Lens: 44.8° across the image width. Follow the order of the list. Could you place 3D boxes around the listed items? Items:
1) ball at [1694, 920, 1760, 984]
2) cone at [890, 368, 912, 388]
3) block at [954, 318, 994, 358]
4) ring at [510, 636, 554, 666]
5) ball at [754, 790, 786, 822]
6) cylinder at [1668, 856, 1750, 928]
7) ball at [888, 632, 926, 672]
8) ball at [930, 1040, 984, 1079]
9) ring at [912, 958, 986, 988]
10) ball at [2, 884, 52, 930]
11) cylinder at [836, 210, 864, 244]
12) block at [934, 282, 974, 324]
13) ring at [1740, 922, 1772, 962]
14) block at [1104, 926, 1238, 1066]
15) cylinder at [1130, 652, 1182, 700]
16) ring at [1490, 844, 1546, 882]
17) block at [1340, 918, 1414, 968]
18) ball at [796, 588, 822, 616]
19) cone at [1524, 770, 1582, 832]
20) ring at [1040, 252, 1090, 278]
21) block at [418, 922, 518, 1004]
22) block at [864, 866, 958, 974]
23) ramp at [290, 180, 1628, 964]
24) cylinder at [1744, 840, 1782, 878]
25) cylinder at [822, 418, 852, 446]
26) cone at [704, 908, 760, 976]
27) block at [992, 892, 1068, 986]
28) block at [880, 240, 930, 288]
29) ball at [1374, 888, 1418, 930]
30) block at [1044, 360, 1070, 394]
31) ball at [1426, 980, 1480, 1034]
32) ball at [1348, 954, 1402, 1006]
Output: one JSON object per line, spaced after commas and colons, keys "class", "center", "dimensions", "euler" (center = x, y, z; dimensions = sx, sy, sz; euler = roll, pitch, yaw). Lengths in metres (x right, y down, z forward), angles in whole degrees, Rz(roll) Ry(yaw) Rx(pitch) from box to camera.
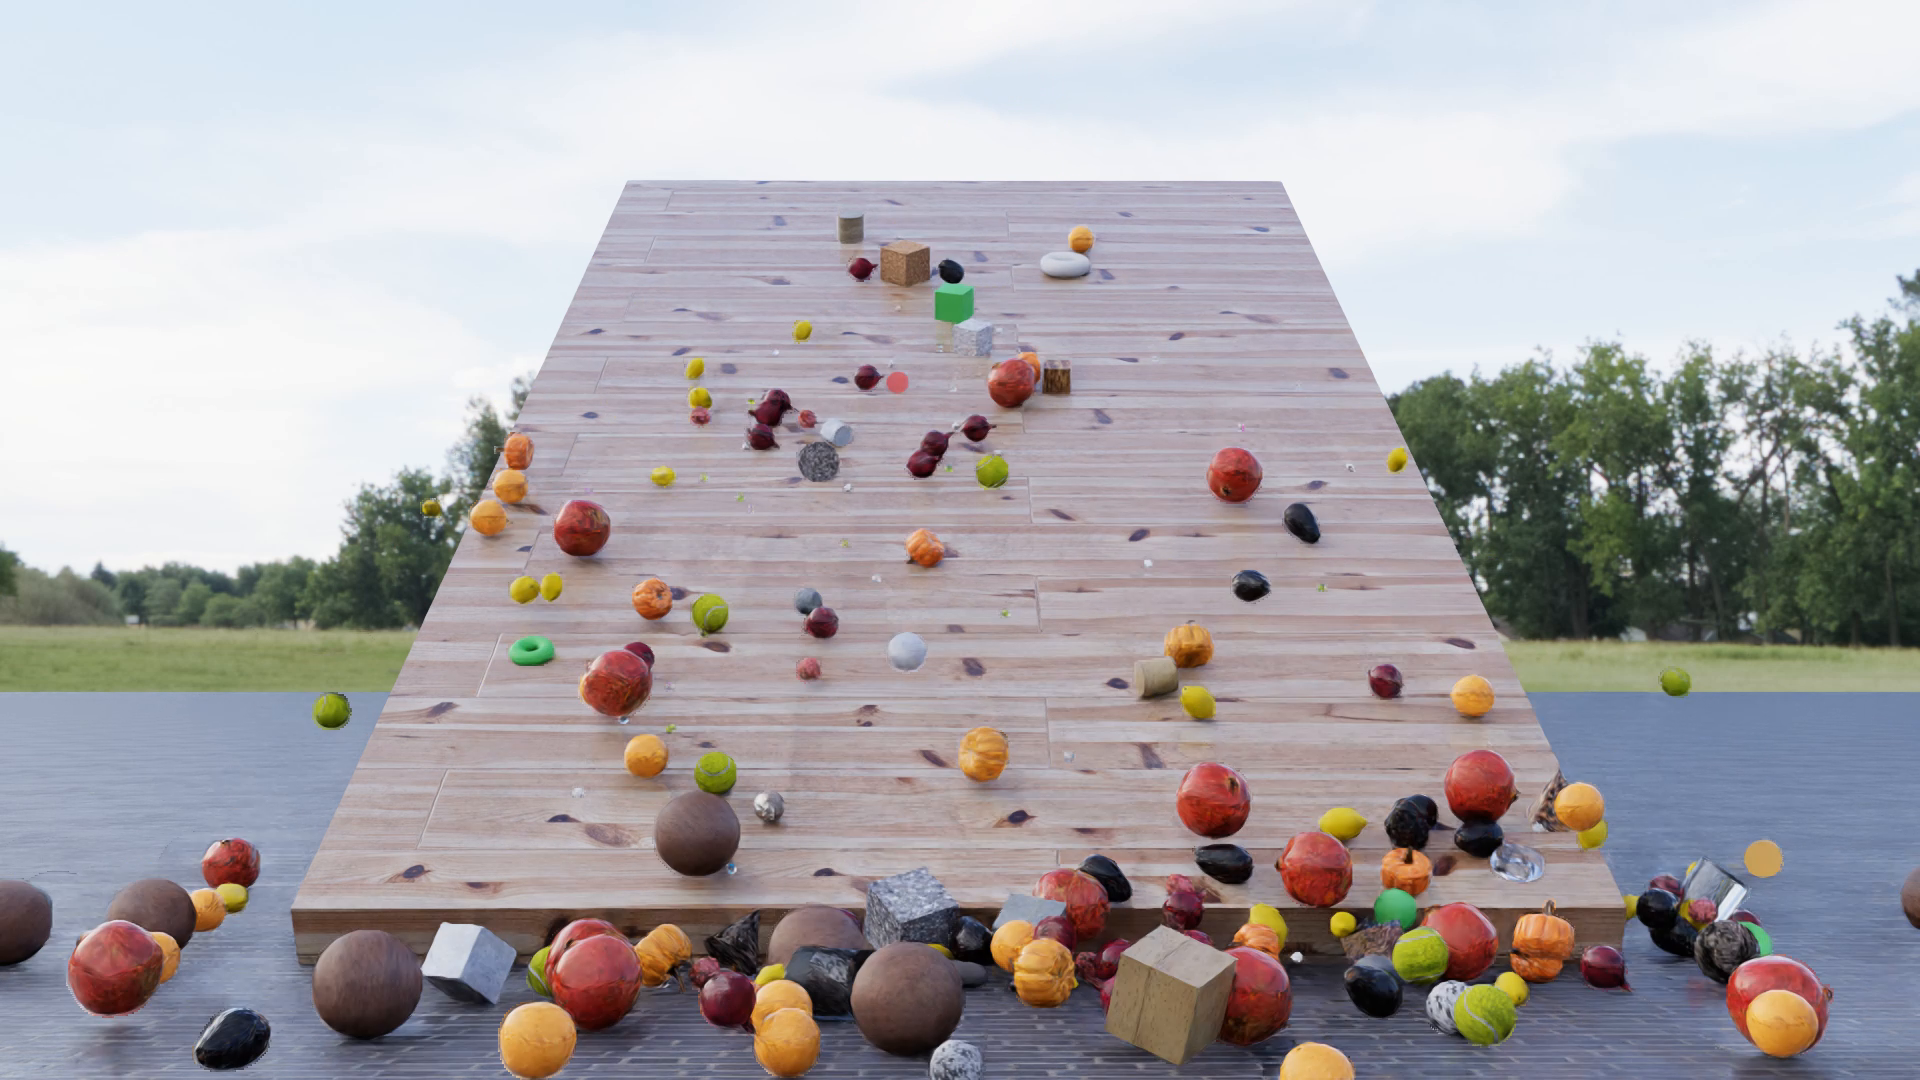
{"class": "ball", "center": [1.085, 0.583, 3.299], "dimensions": [0.089, 0.089, 0.089], "euler": [0, -4, 0]}
{"class": "cone", "center": [-0.147, -0.369, 5.490], "dimensions": [0.052, 0.052, 0.052], "euler": [1, -31, -20]}
{"class": "block", "center": [0.033, -0.493, 5.709], "dimensions": [0.070, 0.070, 0.070], "euler": [17, 29, 32]}
{"class": "ring", "center": [-0.775, 0.201, 4.224], "dimensions": [0.082, 0.027, 0.082], "euler": [-1, 28, 1]}
{"class": "ball", "center": [-0.303, 0.423, 3.709], "dimensions": [0.050, 0.050, 0.050], "euler": [0, -4, 0]}
{"class": "cylinder", "center": [1.213, 0.577, 3.778], "dimensions": [0.091, 0.091, 0.091], "euler": [37, -1, 0]}
{"class": "ball", "center": [-0.093, 0.195, 4.063], "dimensions": [0.068, 0.068, 0.068], "euler": [0, -4, 0]}
{"class": "ball", "center": [-0.003, 0.545, 2.414], "dimensions": [0.055, 0.055, 0.055], "euler": [0, -4, 0]}
{"class": "ring", "center": [-0.016, 0.606, 3.262], "dimensions": [0.104, 0.035, 0.104], "euler": [6, -9, 1]}
{"class": "ball", "center": [-1.607, 0.632, 4.016], "dimensions": [0.080, 0.080, 0.080], "euler": [0, -4, 0]}
{"class": "cylinder", "center": [-0.308, -0.879, 6.553], "dimensions": [0.075, 0.075, 0.075], "euler": [0, 24, 0]}
{"class": "block", "center": [-0.015, -0.604, 5.945], "dimensions": [0.077, 0.077, 0.077], "euler": [9, 26, 19]}
{"class": "ring", "center": [1.203, 0.615, 3.564], "dimensions": [0.077, 0.026, 0.077], "euler": [4, 37, -3]}
{"class": "block", "center": [0.238, 0.512, 2.630], "dimensions": [0.099, 0.099, 0.099], "euler": [21, 21, 27]}
{"class": "cylinder", "center": [0.345, 0.240, 4.099], "dimensions": [0.063, 0.063, 0.063], "euler": [-29, 10, -25]}
{"class": "ring", "center": [0.857, 0.496, 3.583], "dimensions": [0.083, 0.028, 0.083], "euler": [1, 25, -1]}
{"class": "block", "center": [0.587, 0.577, 3.278], "dimensions": [0.064, 0.064, 0.064], "euler": [-27, -14, 33]}
{"class": "ball", "center": [-0.284, 0.116, 4.386], "dimensions": [0.051, 0.051, 0.051], "euler": [0, -4, 0]}
{"class": "cone", "center": [0.950, 0.402, 3.713], "dimensions": [0.091, 0.091, 0.091], "euler": [0, 24, 0]}
{"class": "ring", "center": [0.283, -0.743, 6.294], "dimensions": [0.135, 0.045, 0.135], "euler": [0, 23, 0]}
{"class": "block", "center": [-0.651, 0.560, 3.088], "dimensions": [0.076, 0.076, 0.076], "euler": [-3, -37, 35]}
{"class": "block", "center": [-0.071, 0.550, 3.376], "dimensions": [0.096, 0.096, 0.096], "euler": [-13, 35, -29]}
{"class": "ramp", "center": [-0.008, -0.229, 5.331], "dimensions": [2.000, 0.100, 4.000], "euler": [0, 24, 0]}
{"class": "cylinder", "center": [1.776, 0.704, 5.156], "dimensions": [0.078, 0.078, 0.078], "euler": [-1, -5, 20]}
{"class": "cylinder", "center": [-0.273, -0.239, 5.170], "dimensions": [0.050, 0.050, 0.050], "euler": [3, 17, -41]}
{"class": "cone", "center": [-0.305, 0.557, 3.310], "dimensions": [0.086, 0.086, 0.086], "euler": [23, -33, 16]}
{"class": "block", "center": [0.100, 0.566, 3.312], "dimensions": [0.083, 0.083, 0.083], "euler": [8, 29, 19]}
{"class": "block", "center": [-0.146, -0.738, 6.221], "dimensions": [0.092, 0.092, 0.092], "euler": [21, 31, 38]}
{"class": "ball", "center": [0.641, 0.545, 3.432], "dimensions": [0.063, 0.063, 0.063], "euler": [0, -4, 0]}
{"class": "block", "center": [0.227, -0.384, 5.478], "dimensions": [0.062, 0.062, 0.062], "euler": [1, 24, 2]}
{"class": "ball", "center": [0.597, 0.566, 2.820], "dimensions": [0.065, 0.065, 0.065], "euler": [0, -4, 0]}
{"class": "ball", "center": [0.546, 0.579, 3.065], "dimensions": [0.068, 0.068, 0.068], "euler": [0, -4, 0]}
